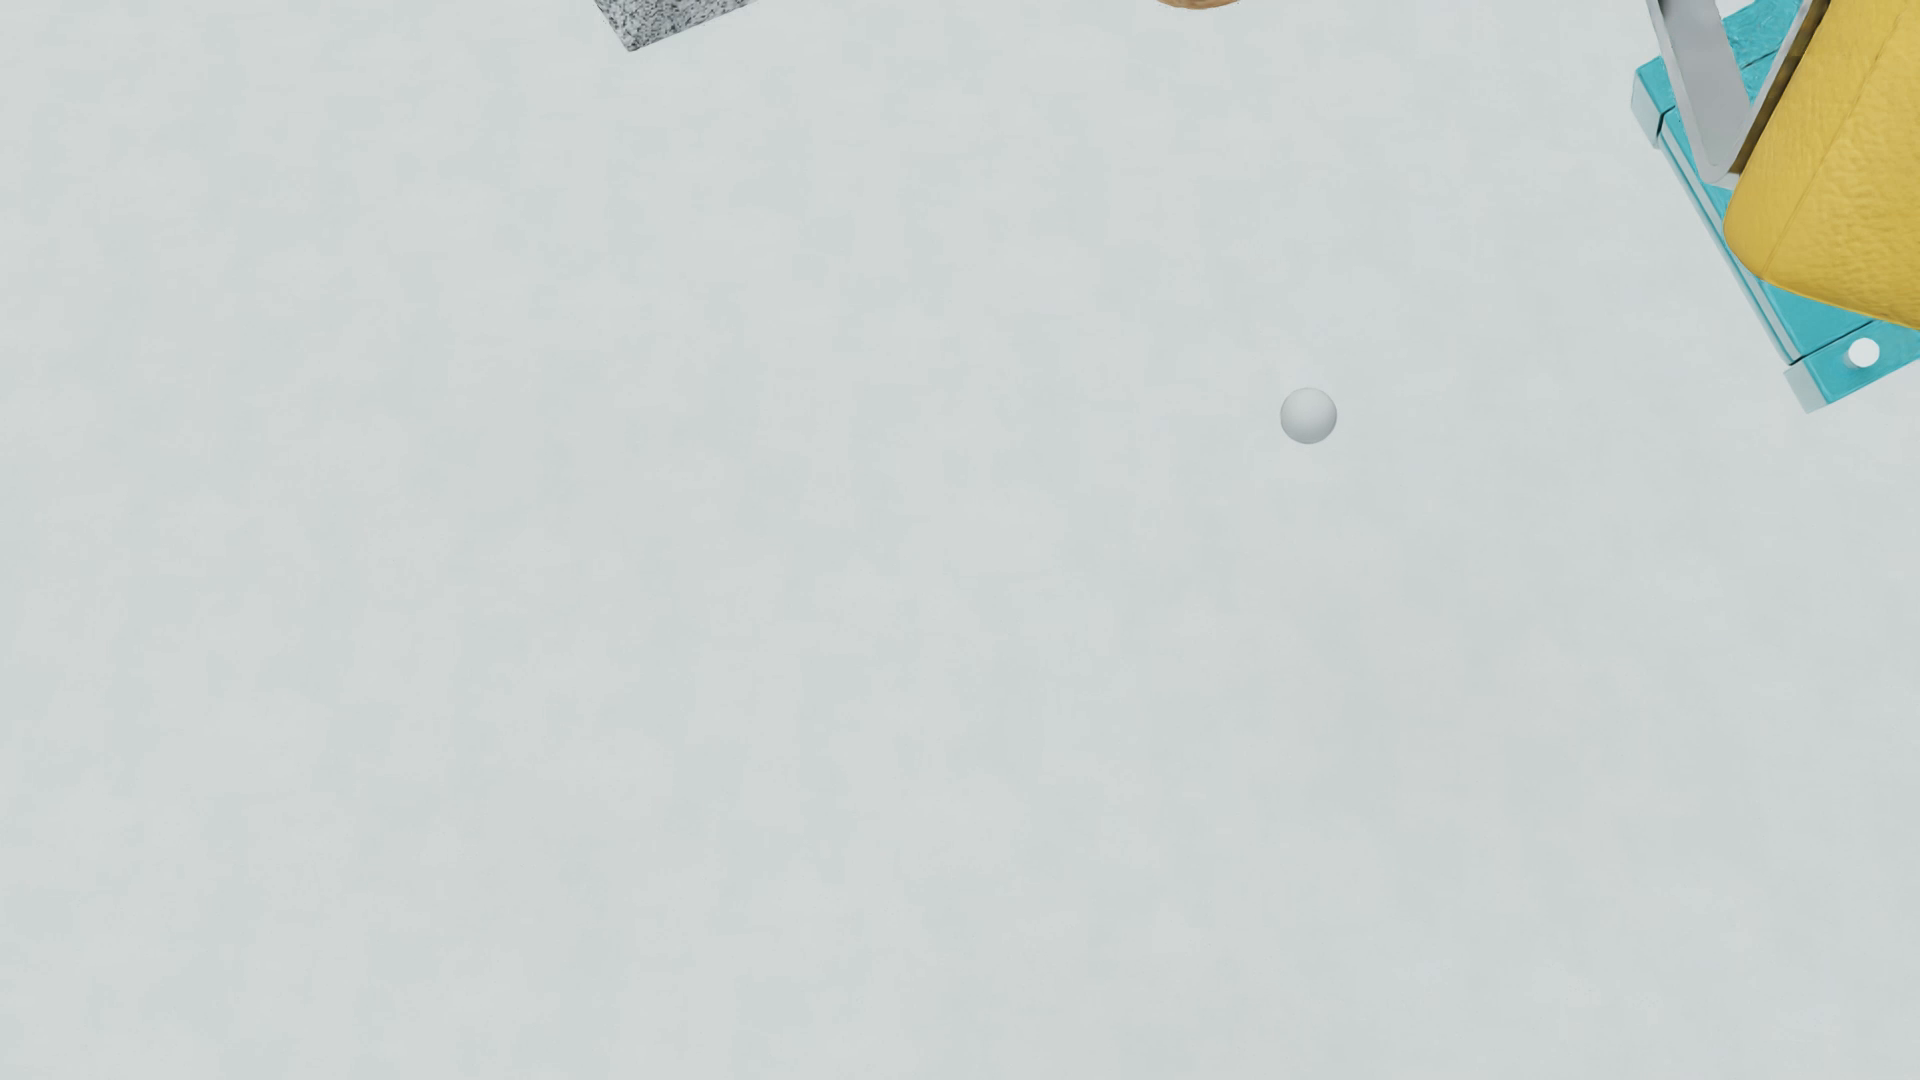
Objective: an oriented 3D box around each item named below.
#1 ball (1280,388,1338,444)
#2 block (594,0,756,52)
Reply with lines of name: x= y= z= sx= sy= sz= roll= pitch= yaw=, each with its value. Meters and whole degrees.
ball: x=0.665 y=-0.237 z=4.196 sx=0.109 sy=0.109 sz=0.109 roll=0 pitch=56 yaw=0
block: x=-0.511 y=-1.125 z=3.890 sx=0.310 sy=0.314 sz=0.311 roll=-29 pitch=80 yaw=-26
